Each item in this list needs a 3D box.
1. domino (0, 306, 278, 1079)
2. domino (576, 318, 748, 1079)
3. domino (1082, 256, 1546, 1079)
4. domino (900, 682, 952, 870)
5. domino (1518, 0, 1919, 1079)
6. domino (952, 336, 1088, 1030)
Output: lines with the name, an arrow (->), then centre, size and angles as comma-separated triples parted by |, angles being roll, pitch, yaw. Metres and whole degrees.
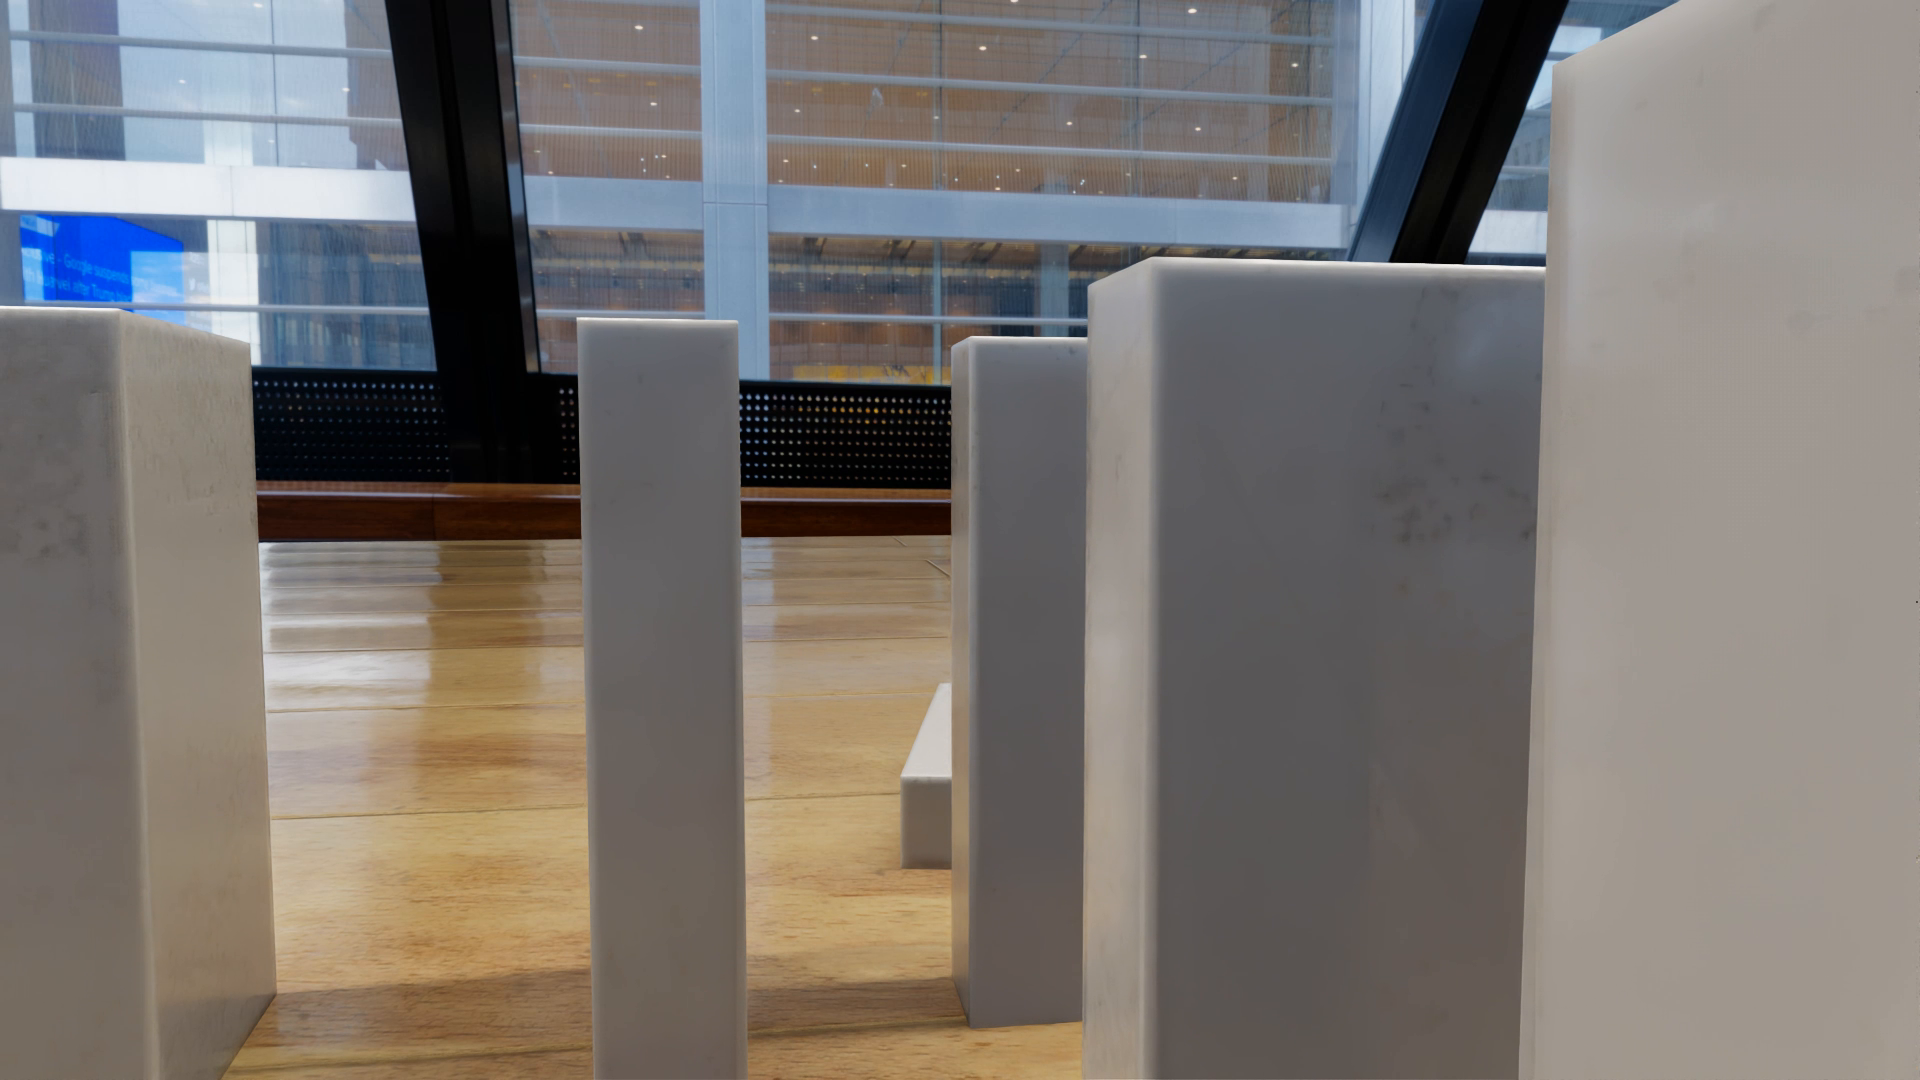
domino -> -0.054, 0.011, 0.084 | 0.010, 0.050, 0.025 | -1, 4, -14
domino -> -0.020, 0.011, 0.091 | 0.010, 0.050, 0.025 | -1, 4, -11
domino -> 0.019, 0.013, 0.060 | 0.025, 0.050, 0.009 | -1, 4, -10
domino -> 0.008, 0.026, 0.152 | 0.025, 0.010, 0.050 | 0, 4, 4
domino -> 0.025, 0.016, 0.024 | 0.025, 0.050, 0.009 | -1, 4, -7
domino -> 0.012, 0.010, 0.098 | 0.025, 0.050, 0.010 | -1, 4, -9
